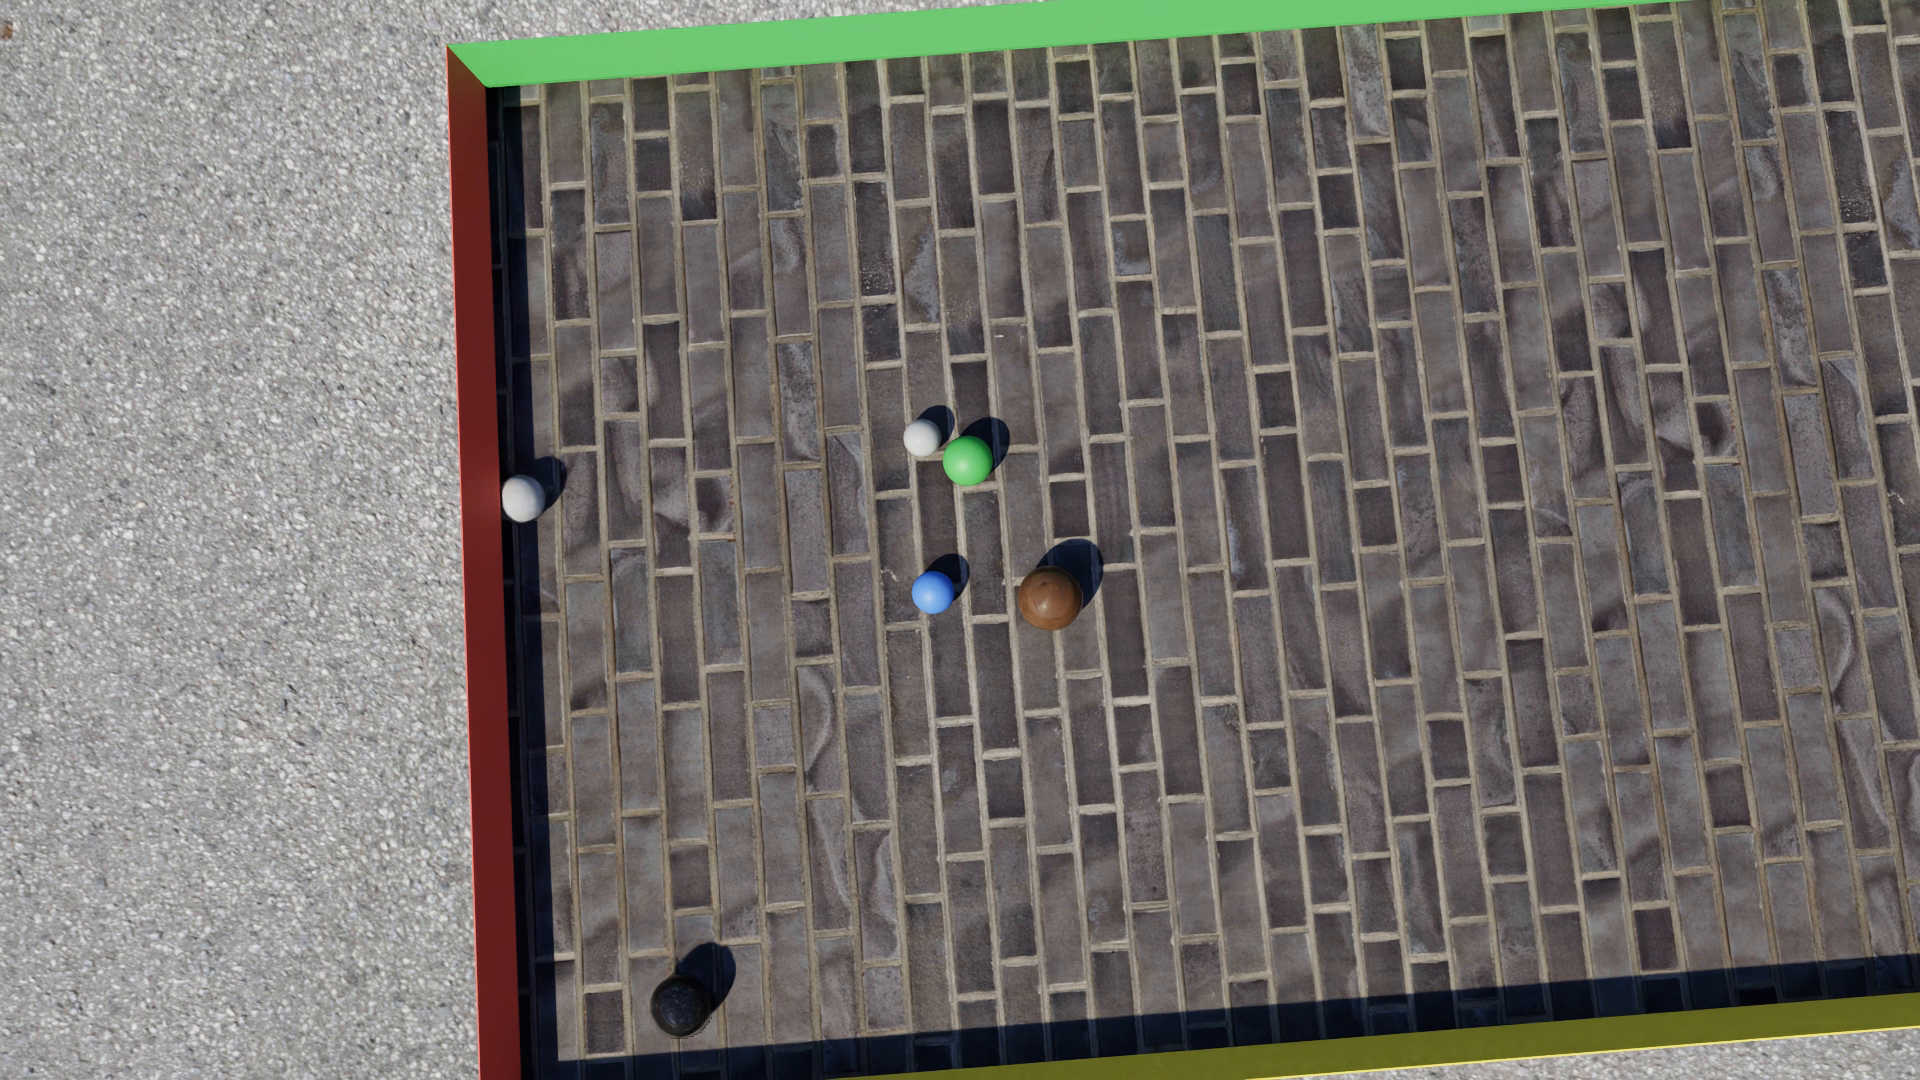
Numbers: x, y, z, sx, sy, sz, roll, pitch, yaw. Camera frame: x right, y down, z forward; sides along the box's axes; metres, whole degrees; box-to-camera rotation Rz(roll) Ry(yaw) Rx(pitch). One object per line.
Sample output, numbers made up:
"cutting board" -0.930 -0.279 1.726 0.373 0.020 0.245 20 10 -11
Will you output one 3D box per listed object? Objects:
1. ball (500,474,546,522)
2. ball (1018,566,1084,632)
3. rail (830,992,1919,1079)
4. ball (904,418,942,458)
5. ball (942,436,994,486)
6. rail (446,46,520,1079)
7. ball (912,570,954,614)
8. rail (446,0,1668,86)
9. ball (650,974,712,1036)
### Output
"ball" -0.661 -0.063 3.314 0.072 0.072 0.072 0 78 0
"ball" 0.134 0.086 3.270 0.098 0.098 0.098 0 78 0
"rail" 0.786 0.712 3.125 2.907 0.128 0.045 -4 78 -1
"ball" -0.057 -0.155 3.340 0.058 0.058 0.058 0 78 0
"ball" 0.012 -0.120 3.324 0.077 0.077 0.077 0 78 0
"rail" -0.701 0.048 3.262 0.045 0.128 1.629 -4 78 -1
"ball" -0.040 0.078 3.289 0.065 0.065 0.065 0 78 0
"rail" 0.663 -0.833 3.444 2.907 0.128 0.045 -4 78 -1
"ball" -0.401 0.668 3.155 0.087 0.087 0.087 0 78 0
